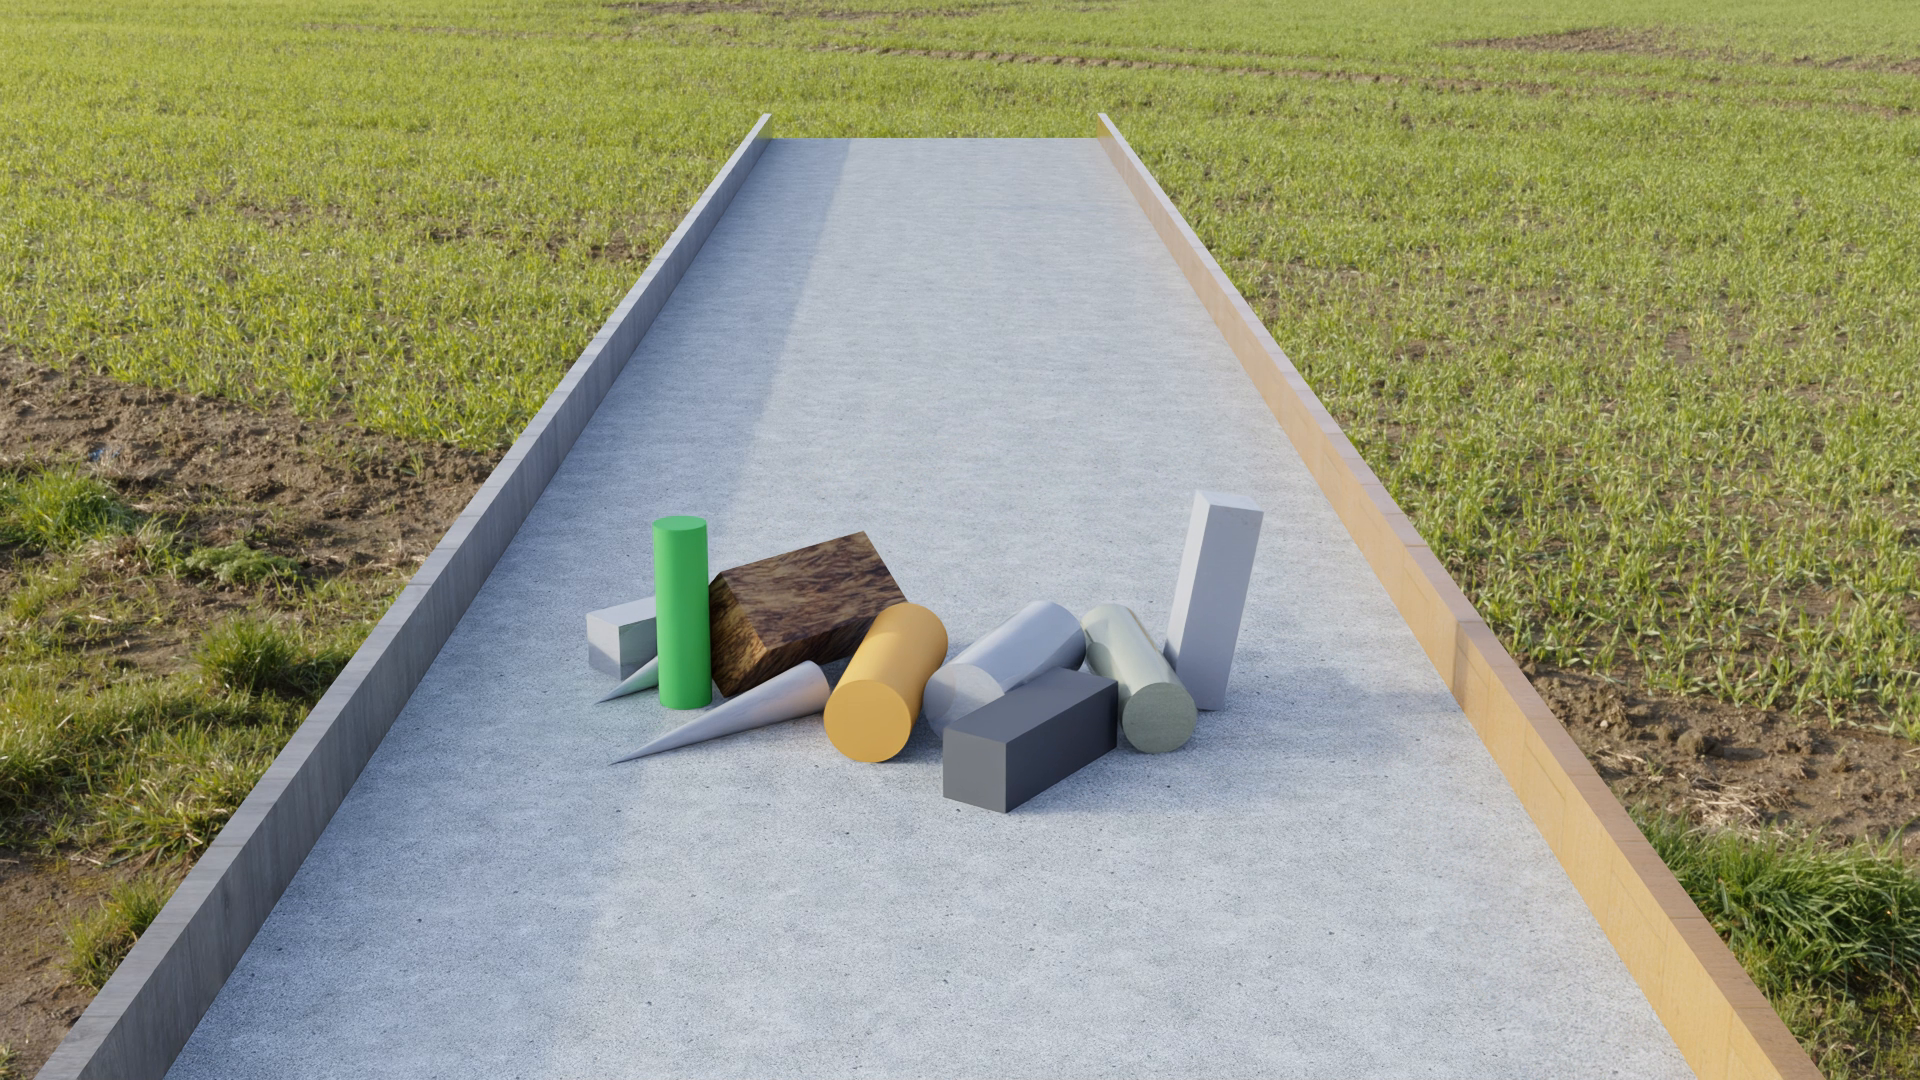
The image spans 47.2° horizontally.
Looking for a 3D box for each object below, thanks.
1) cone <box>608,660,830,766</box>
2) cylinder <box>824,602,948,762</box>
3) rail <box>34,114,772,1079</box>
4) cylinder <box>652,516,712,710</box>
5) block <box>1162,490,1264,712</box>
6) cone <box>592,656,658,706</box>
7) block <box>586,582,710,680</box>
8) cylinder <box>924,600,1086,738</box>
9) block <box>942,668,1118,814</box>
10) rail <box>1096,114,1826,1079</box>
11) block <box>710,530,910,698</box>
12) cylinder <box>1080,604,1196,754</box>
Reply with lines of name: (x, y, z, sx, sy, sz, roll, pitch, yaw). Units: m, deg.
cone: (-0.450, 0.337, 4.004, 0.448, 0.102, 0.102, -19, 25, -33)
cylinder: (-0.132, 0.258, 4.083, 0.157, 0.157, 0.436, 2, 17, 8)
rail: (-1.118, -0.838, 7.780, 0.050, 0.150, 12.000, 0, 17, -1)
cylinder: (-0.522, 0.137, 4.147, 0.101, 0.352, 0.101, 0, 16, 0)
block: (0.468, 0.114, 4.132, 0.104, 0.394, 0.104, 7, 15, -10)
cone: (-0.571, 0.248, 4.286, 0.122, 0.122, 0.365, 16, 32, 42)
block: (-0.579, 0.177, 4.435, 0.334, 0.111, 0.111, -15, 22, -41)
cylinder: (0.088, 0.248, 4.097, 0.167, 0.167, 0.389, 7, 18, 23)
block: (0.127, 0.345, 3.842, 0.128, 0.128, 0.365, 11, 20, 33)
rail: (0.932, -0.844, 7.801, 0.050, 0.150, 12.000, 0, 17, -1)
block: (-0.321, 0.142, 4.303, 0.379, 0.180, 0.180, -17, 68, -44)
cylinder: (0.326, 0.254, 4.135, 0.136, 0.136, 0.451, -2, 17, -7)
